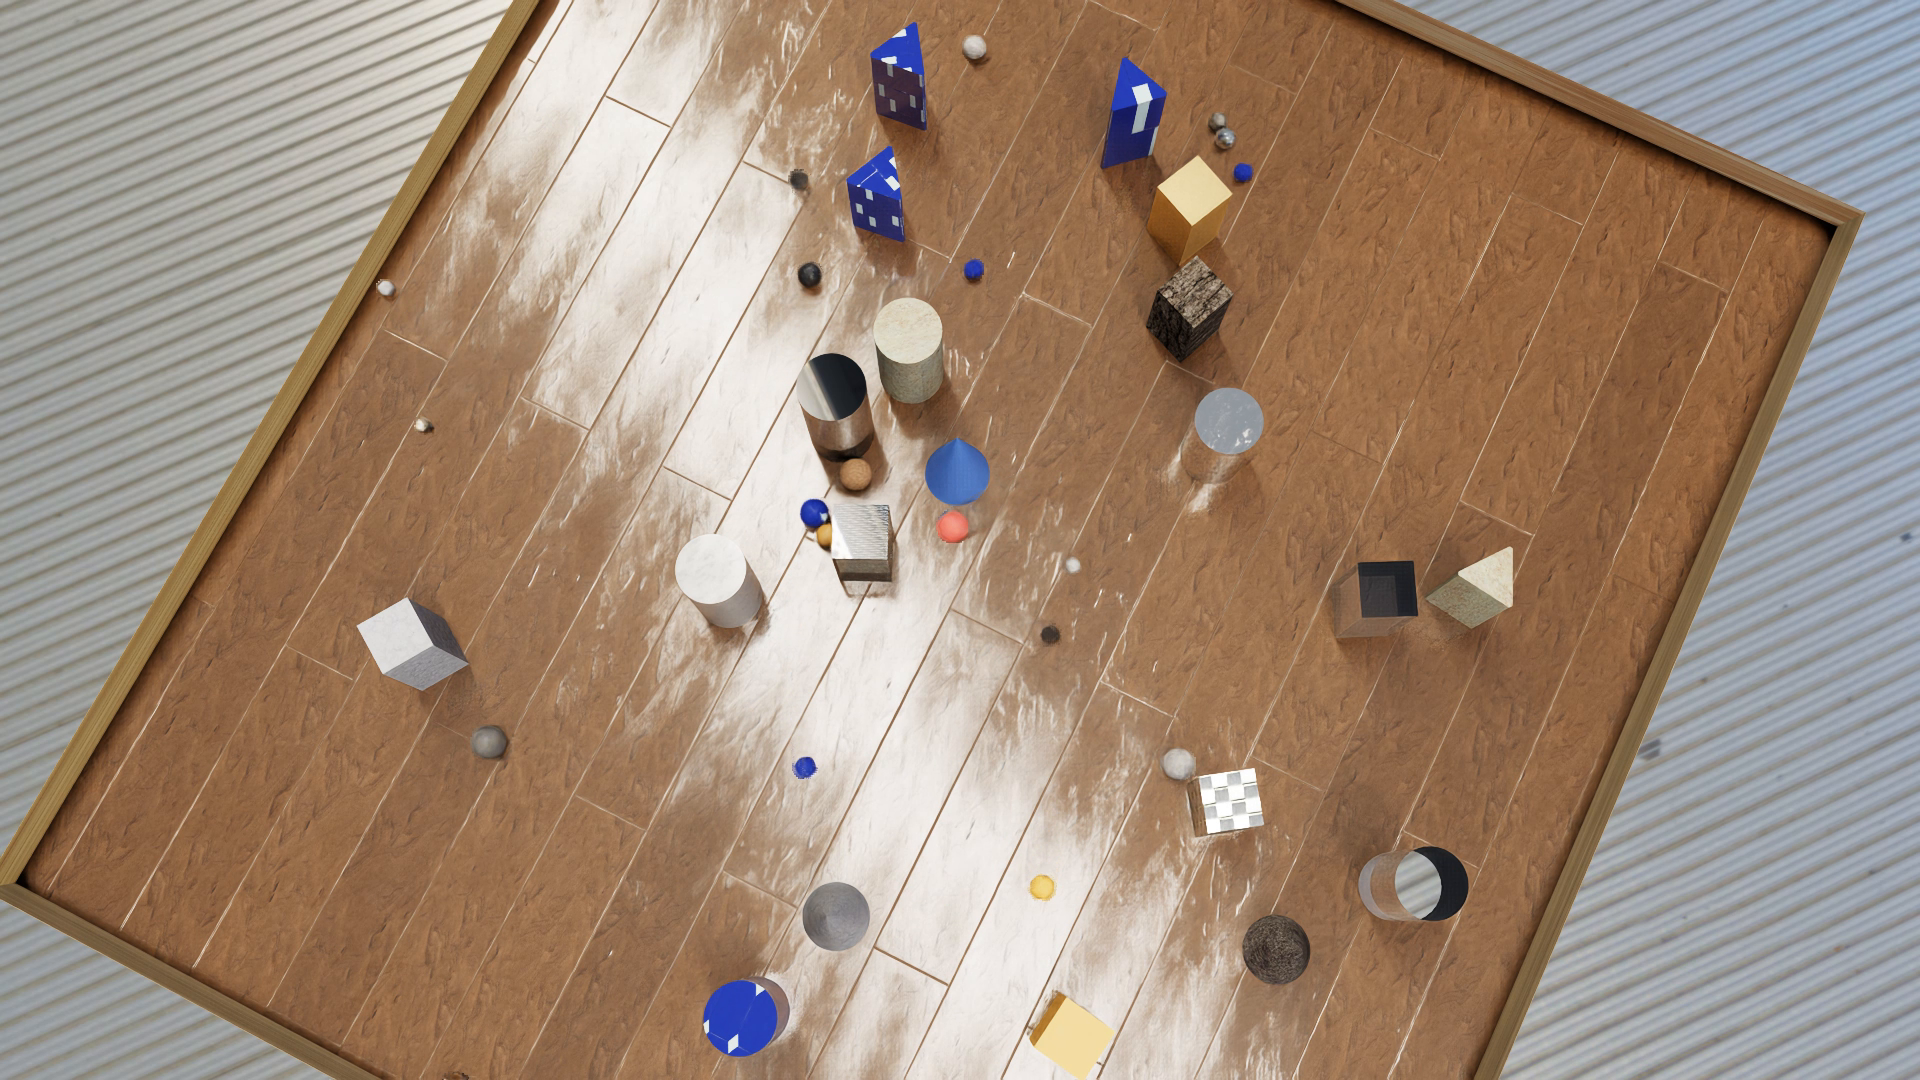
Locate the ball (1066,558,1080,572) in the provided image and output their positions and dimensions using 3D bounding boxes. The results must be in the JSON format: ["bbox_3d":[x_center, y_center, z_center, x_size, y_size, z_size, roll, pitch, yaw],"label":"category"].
[{"bbox_3d":[0.343,0.076,5.578,0.046,0.046,0.046,0,78,0],"label":"ball"}]

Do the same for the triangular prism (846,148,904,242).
[{"bbox_3d":[-0.234,-1.080,5.662,0.173,0.348,0.150,19,79,4],"label":"triangular prism"}]

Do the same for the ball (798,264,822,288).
[{"bbox_3d":[-0.471,-0.830,5.749,0.076,0.076,0.076,0,78,0],"label":"ball"}]

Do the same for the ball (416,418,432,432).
[{"bbox_3d":[-1.659,-0.356,5.666,0.048,0.048,0.048,0,78,0],"label":"ball"}]

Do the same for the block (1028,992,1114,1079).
[{"bbox_3d":[0.310,1.389,5.139,0.160,0.372,0.160,34,80,7],"label":"block"}]

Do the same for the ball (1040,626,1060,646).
[{"bbox_3d":[0.274,0.287,5.527,0.059,0.059,0.059,0,78,0],"label":"ball"}]

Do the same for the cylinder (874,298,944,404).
[{"bbox_3d":[-0.151,-0.565,5.519,0.200,0.421,0.200,0,78,0],"label":"cylinder"}]

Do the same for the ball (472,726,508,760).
[{"bbox_3d":[-1.396,0.601,5.441,0.100,0.100,0.100,0,78,0],"label":"ball"}]

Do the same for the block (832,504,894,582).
[{"bbox_3d":[-0.286,0.012,5.432,0.160,0.357,0.160,1,78,0],"label":"block"}]

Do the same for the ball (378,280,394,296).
[{"bbox_3d":[-1.802,-0.790,5.756,0.048,0.048,0.048,0,78,0],"label":"ball"}]

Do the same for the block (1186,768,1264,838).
[{"bbox_3d":[0.765,0.765,5.311,0.160,0.288,0.160,-8,78,-2],"label":"block"}]

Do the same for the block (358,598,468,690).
[{"bbox_3d":[-1.593,0.308,5.356,0.160,0.386,0.160,-30,80,-6],"label":"block"}]

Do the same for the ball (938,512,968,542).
[{"bbox_3d":[-0.019,-0.041,5.578,0.092,0.092,0.092,0,78,0],"label":"ball"}]

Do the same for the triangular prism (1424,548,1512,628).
[{"bbox_3d":[1.527,0.120,5.393,0.173,0.389,0.150,33,80,6],"label":"triangular prism"}]

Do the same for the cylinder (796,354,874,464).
[{"bbox_3d":[-0.366,-0.385,5.445,0.200,0.493,0.200,0,78,0],"label":"cylinder"}]

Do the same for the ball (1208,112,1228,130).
[{"bbox_3d":[0.825,-1.340,5.864,0.058,0.058,0.058,0,78,0],"label":"ball"}]

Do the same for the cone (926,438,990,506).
[{"bbox_3d":[-0.008,-0.249,5.446,0.200,0.436,0.200,0,78,0],"label":"cone"}]

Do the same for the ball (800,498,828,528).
[{"bbox_3d":[-0.445,-0.082,5.588,0.089,0.089,0.089,0,78,0],"label":"ball"}]

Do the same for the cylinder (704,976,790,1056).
[{"bbox_3d":[-0.595,1.334,5.147,0.200,0.379,0.200,0,78,0],"label":"cylinder"}]

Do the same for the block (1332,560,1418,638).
[{"bbox_3d":[1.214,0.178,5.386,0.160,0.379,0.160,-2,78,0],"label":"block"}]

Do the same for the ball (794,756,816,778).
[{"bbox_3d":[-0.459,0.674,5.445,0.063,0.063,0.063,0,78,0],"label":"ball"}]

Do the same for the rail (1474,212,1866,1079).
[{"bbox_3d":[1.819,0.898,5.363,0.045,0.130,4.370,26,80,5],"label":"rail"}]

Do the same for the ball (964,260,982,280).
[{"bbox_3d":[0.040,-0.850,5.762,0.060,0.060,0.060,0,78,0],"label":"ball"}]

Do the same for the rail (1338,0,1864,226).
[{"bbox_3d":[0.967,-1.886,5.940,4.116,0.130,0.045,26,80,5],"label":"rail"}]

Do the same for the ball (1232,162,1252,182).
[{"bbox_3d":[0.898,-1.170,5.829,0.059,0.059,0.059,0,78,0],"label":"ball"}]

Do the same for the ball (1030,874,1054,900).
[{"bbox_3d":[0.240,1.017,5.369,0.072,0.072,0.072,0,78,0],"label":"ball"}]

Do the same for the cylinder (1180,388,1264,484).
[{"bbox_3d":[0.780,-0.308,5.491,0.200,0.372,0.200,0,78,0],"label":"cylinder"}]

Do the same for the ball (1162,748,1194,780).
[{"bbox_3d":[0.647,0.663,5.432,0.093,0.093,0.093,0,78,0],"label":"ball"}]

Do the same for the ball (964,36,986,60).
[{"bbox_3d":[0.048,-1.587,5.908,0.073,0.073,0.073,0,78,0],"label":"ball"}]

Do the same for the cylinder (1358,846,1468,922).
[{"bbox_3d":[1.275,0.975,5.178,0.200,0.463,0.200,0,78,0],"label":"cylinder"}]

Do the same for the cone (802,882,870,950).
[{"bbox_3d":[-0.364,1.066,5.190,0.200,0.403,0.200,0,78,0],"label":"cone"}]

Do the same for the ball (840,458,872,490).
[{"bbox_3d":[-0.320,-0.201,5.607,0.100,0.100,0.100,0,78,0],"label":"ball"}]

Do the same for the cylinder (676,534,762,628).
[{"bbox_3d":[-0.701,0.125,5.368,0.200,0.437,0.200,0,78,0],"label":"cylinder"}]

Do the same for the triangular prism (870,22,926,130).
[{"bbox_3d":[-0.163,-1.456,5.716,0.173,0.396,0.150,21,79,4],"label":"triangular prism"}]

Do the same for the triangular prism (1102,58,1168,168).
[{"bbox_3d":[0.512,-1.328,5.671,0.173,0.432,0.150,-17,79,-3],"label":"triangular prism"}]

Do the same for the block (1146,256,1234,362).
[{"bbox_3d":[0.696,-0.698,5.584,0.160,0.347,0.160,-41,81,-8],"label":"block"}]

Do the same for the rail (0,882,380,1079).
[{"bbox_3d":[-0.967,1.900,5.156,4.116,0.130,0.045,26,80,5],"label":"rail"}]

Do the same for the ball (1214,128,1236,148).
[{"bbox_3d":[0.847,-1.283,5.848,0.067,0.067,0.067,0,78,0],"label":"ball"}]

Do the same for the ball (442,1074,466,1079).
[{"bbox_3d":[-1.451,1.573,5.246,0.087,0.087,0.087,0,78,0],"label":"ball"}]

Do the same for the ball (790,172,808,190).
[{"bbox_3d":[-0.510,-1.142,5.823,0.059,0.059,0.059,0,78,0],"label":"ball"}]

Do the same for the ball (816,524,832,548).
[{"bbox_3d":[-0.401,-0.014,5.582,0.073,0.073,0.073,0,78,0],"label":"ball"}]

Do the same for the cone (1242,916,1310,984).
[{"bbox_3d":[0.927,1.157,5.159,0.200,0.428,0.200,0,78,0],"label":"cone"}]

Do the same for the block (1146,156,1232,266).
[{"bbox_3d":[0.704,-1.011,5.651,0.160,0.342,0.160,-39,81,-7],"label":"block"}]

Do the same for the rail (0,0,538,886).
[{"bbox_3d":[-1.819,-0.884,5.732,0.045,0.130,4.370,26,80,5],"label":"rail"}]
